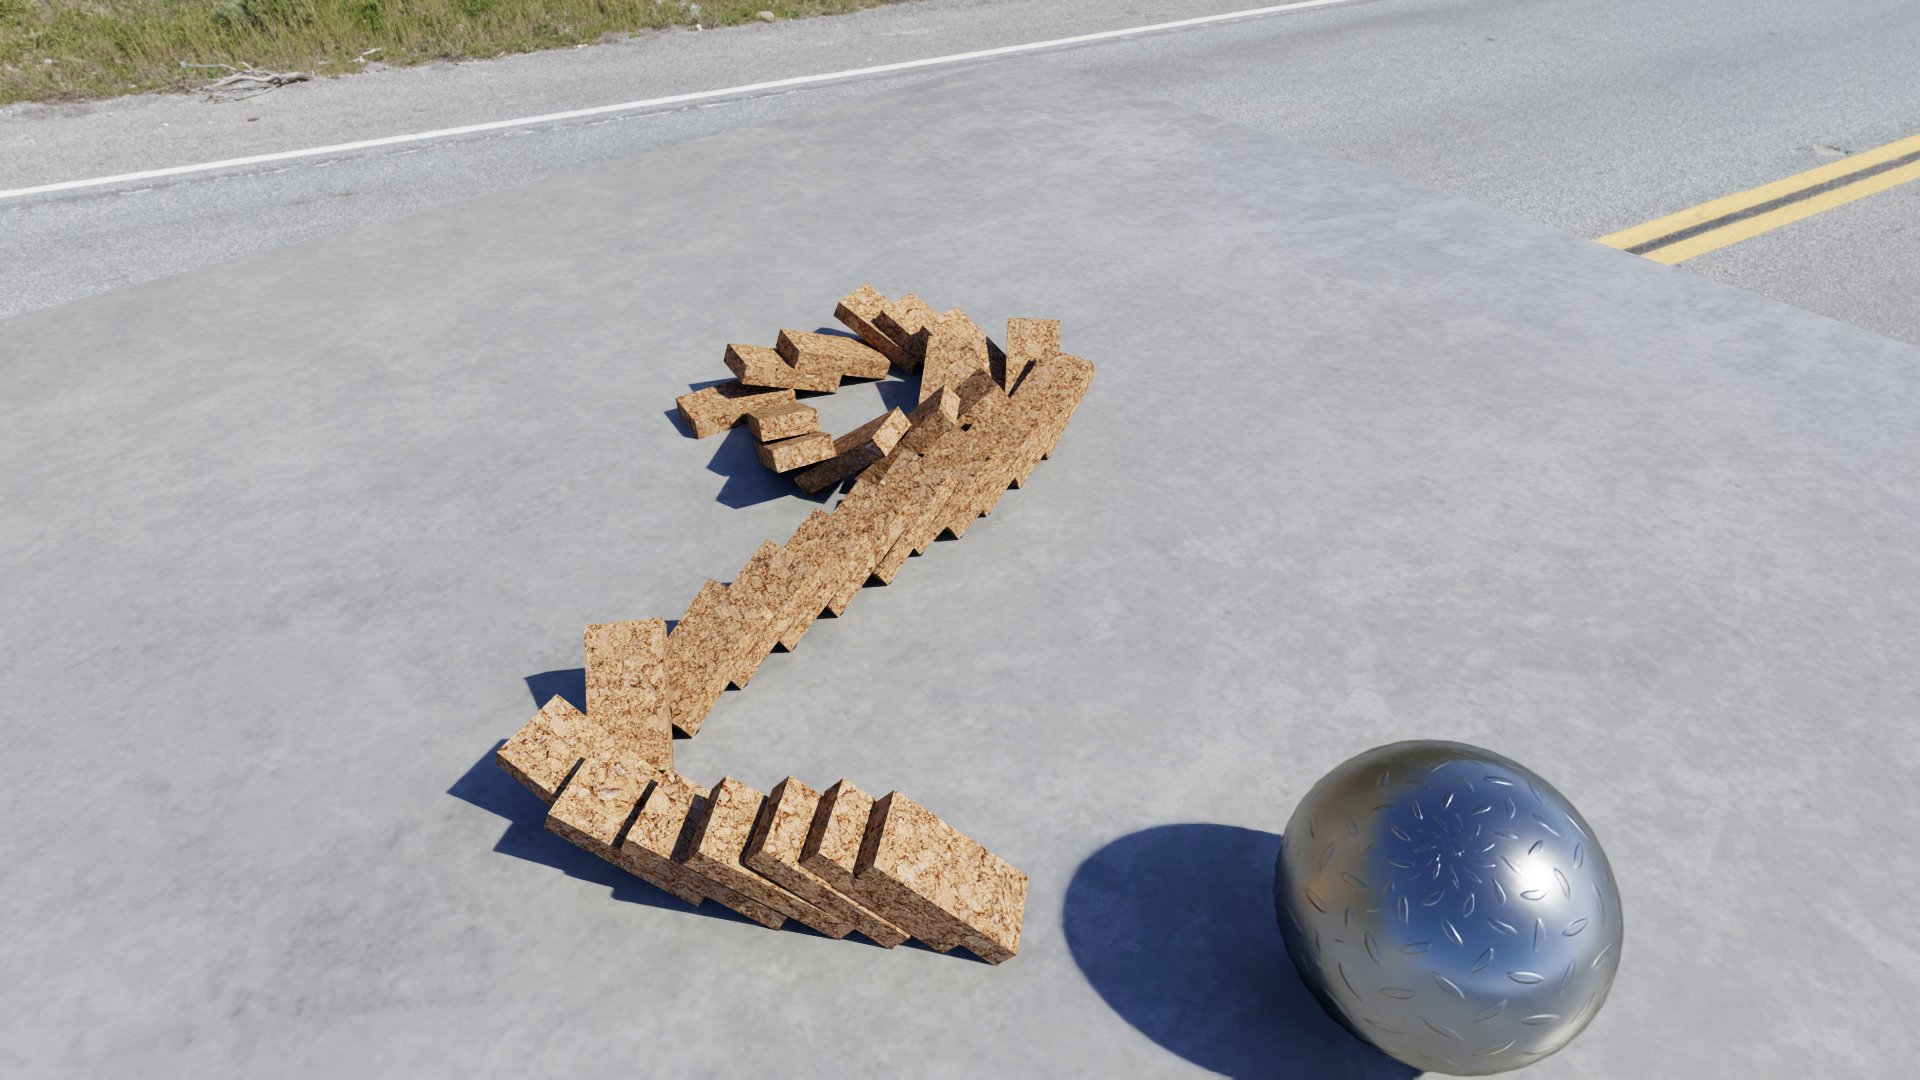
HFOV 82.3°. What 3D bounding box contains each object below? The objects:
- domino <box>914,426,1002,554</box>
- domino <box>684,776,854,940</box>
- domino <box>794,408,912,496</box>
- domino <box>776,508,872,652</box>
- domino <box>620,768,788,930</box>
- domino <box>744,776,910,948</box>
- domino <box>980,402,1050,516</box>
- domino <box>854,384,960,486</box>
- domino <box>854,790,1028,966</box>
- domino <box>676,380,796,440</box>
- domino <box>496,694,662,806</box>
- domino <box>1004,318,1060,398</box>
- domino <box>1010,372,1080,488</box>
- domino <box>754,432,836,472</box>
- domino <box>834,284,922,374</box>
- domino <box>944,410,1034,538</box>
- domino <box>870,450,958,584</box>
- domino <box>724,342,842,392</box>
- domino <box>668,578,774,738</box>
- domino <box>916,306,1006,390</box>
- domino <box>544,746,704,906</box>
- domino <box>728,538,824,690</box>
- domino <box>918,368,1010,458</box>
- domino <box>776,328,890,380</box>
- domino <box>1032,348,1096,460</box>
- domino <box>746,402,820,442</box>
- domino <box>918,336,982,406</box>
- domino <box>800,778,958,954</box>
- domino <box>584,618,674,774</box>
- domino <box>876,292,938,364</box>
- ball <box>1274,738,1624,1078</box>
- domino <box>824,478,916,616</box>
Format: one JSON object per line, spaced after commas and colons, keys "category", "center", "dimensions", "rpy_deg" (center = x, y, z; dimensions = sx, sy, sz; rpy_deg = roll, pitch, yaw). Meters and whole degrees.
{"category": "domino", "center": [-0.009, -0.021, 0.448], "dimensions": [0.025, 0.010, 0.050], "rpy_deg": [38, 82, 30]}
{"category": "domino", "center": [-0.050, 0.090, 0.311], "dimensions": [0.050, 0.010, 0.025], "rpy_deg": [32, 39, -17]}
{"category": "domino", "center": [-0.046, -0.037, 0.466], "dimensions": [0.050, 0.009, 0.025], "rpy_deg": [-22, 24, 38]}
{"category": "domino", "center": [-0.059, 0.014, 0.410], "dimensions": [0.025, 0.009, 0.050], "rpy_deg": [27, 71, 29]}
{"category": "domino", "center": [-0.069, 0.089, 0.319], "dimensions": [0.050, 0.010, 0.025], "rpy_deg": [28, 41, -5]}
{"category": "domino", "center": [-0.034, 0.091, 0.309], "dimensions": [0.050, 0.010, 0.025], "rpy_deg": [37, 37, -17]}
{"category": "domino", "center": [0.014, -0.036, 0.472], "dimensions": [0.025, 0.010, 0.050], "rpy_deg": [26, 70, 28]}
{"category": "domino", "center": [-0.022, -0.043, 0.469], "dimensions": [0.050, 0.009, 0.025], "rpy_deg": [-37, 23, 25]}
{"category": "domino", "center": [-0.004, 0.094, 0.306], "dimensions": [0.050, 0.010, 0.025], "rpy_deg": [37, 37, -17]}
{"category": "domino", "center": [-0.106, -0.065, 0.523], "dimensions": [0.050, 0.010, 0.025], "rpy_deg": [-22, 44, -25]}
{"category": "domino", "center": [-0.113, 0.073, 0.337], "dimensions": [0.050, 0.010, 0.025], "rpy_deg": [37, 50, 3]}
{"category": "domino", "center": [0.034, -0.082, 0.525], "dimensions": [0.025, 0.010, 0.050], "rpy_deg": [3, 67, 1]}
{"category": "domino", "center": [0.029, -0.049, 0.487], "dimensions": [0.025, 0.009, 0.050], "rpy_deg": [26, 70, 27]}
{"category": "domino", "center": [-0.071, -0.039, 0.472], "dimensions": [0.025, 0.010, 0.050], "rpy_deg": [-18, 14, -15]}
{"category": "domino", "center": [-0.036, -0.107, 0.558], "dimensions": [0.050, 0.010, 0.025], "rpy_deg": [38, 46, 5]}
{"category": "domino", "center": [0.005, -0.027, 0.457], "dimensions": [0.025, 0.010, 0.050], "rpy_deg": [35, 80, 30]}
{"category": "domino", "center": [-0.025, -0.010, 0.437], "dimensions": [0.025, 0.010, 0.050], "rpy_deg": [28, 76, 30]}
{"category": "domino", "center": [-0.085, -0.083, 0.530], "dimensions": [0.050, 0.010, 0.025], "rpy_deg": [0, 32, -36]}
{"category": "domino", "center": [-0.089, 0.040, 0.380], "dimensions": [0.025, 0.009, 0.050], "rpy_deg": [21, 67, 24]}
{"category": "domino", "center": [0.005, -0.090, 0.538], "dimensions": [0.025, 0.010, 0.050], "rpy_deg": [-35, 75, -35]}
{"category": "domino", "center": [-0.093, 0.084, 0.324], "dimensions": [0.050, 0.009, 0.025], "rpy_deg": [29, 43, -4]}
{"category": "domino", "center": [-0.074, 0.026, 0.396], "dimensions": [0.025, 0.010, 0.050], "rpy_deg": [26, 70, 28]}
{"category": "domino", "center": [-0.003, -0.052, 0.483], "dimensions": [0.050, 0.009, 0.025], "rpy_deg": [-41, 31, 5]}
{"category": "domino", "center": [-0.062, -0.091, 0.541], "dimensions": [0.050, 0.010, 0.025], "rpy_deg": [1, 33, -35]}
{"category": "domino", "center": [0.040, -0.063, 0.504], "dimensions": [0.025, 0.010, 0.050], "rpy_deg": [22, 69, 22]}
{"category": "domino", "center": [-0.080, -0.053, 0.491], "dimensions": [0.025, 0.009, 0.050], "rpy_deg": [-12, 13, -15]}
{"category": "domino", "center": [-0.005, -0.071, 0.513], "dimensions": [0.025, 0.010, 0.050], "rpy_deg": [5, 66, 6]}
{"category": "domino", "center": [-0.019, 0.091, 0.308], "dimensions": [0.050, 0.009, 0.025], "rpy_deg": [37, 37, -17]}
{"category": "domino", "center": [-0.108, 0.052, 0.360], "dimensions": [0.025, 0.010, 0.050], "rpy_deg": [-6, 72, -7]}
{"category": "domino", "center": [-0.015, -0.101, 0.550], "dimensions": [0.050, 0.010, 0.025], "rpy_deg": [42, 49, 8]}
{"category": "ball", "center": [0.120, 0.091, 0.277], "dimensions": [0.080, 0.080, 0.080], "rpy_deg": [0, 39, 0]}
{"category": "domino", "center": [-0.043, 0.002, 0.424], "dimensions": [0.025, 0.009, 0.050], "rpy_deg": [28, 73, 30]}
